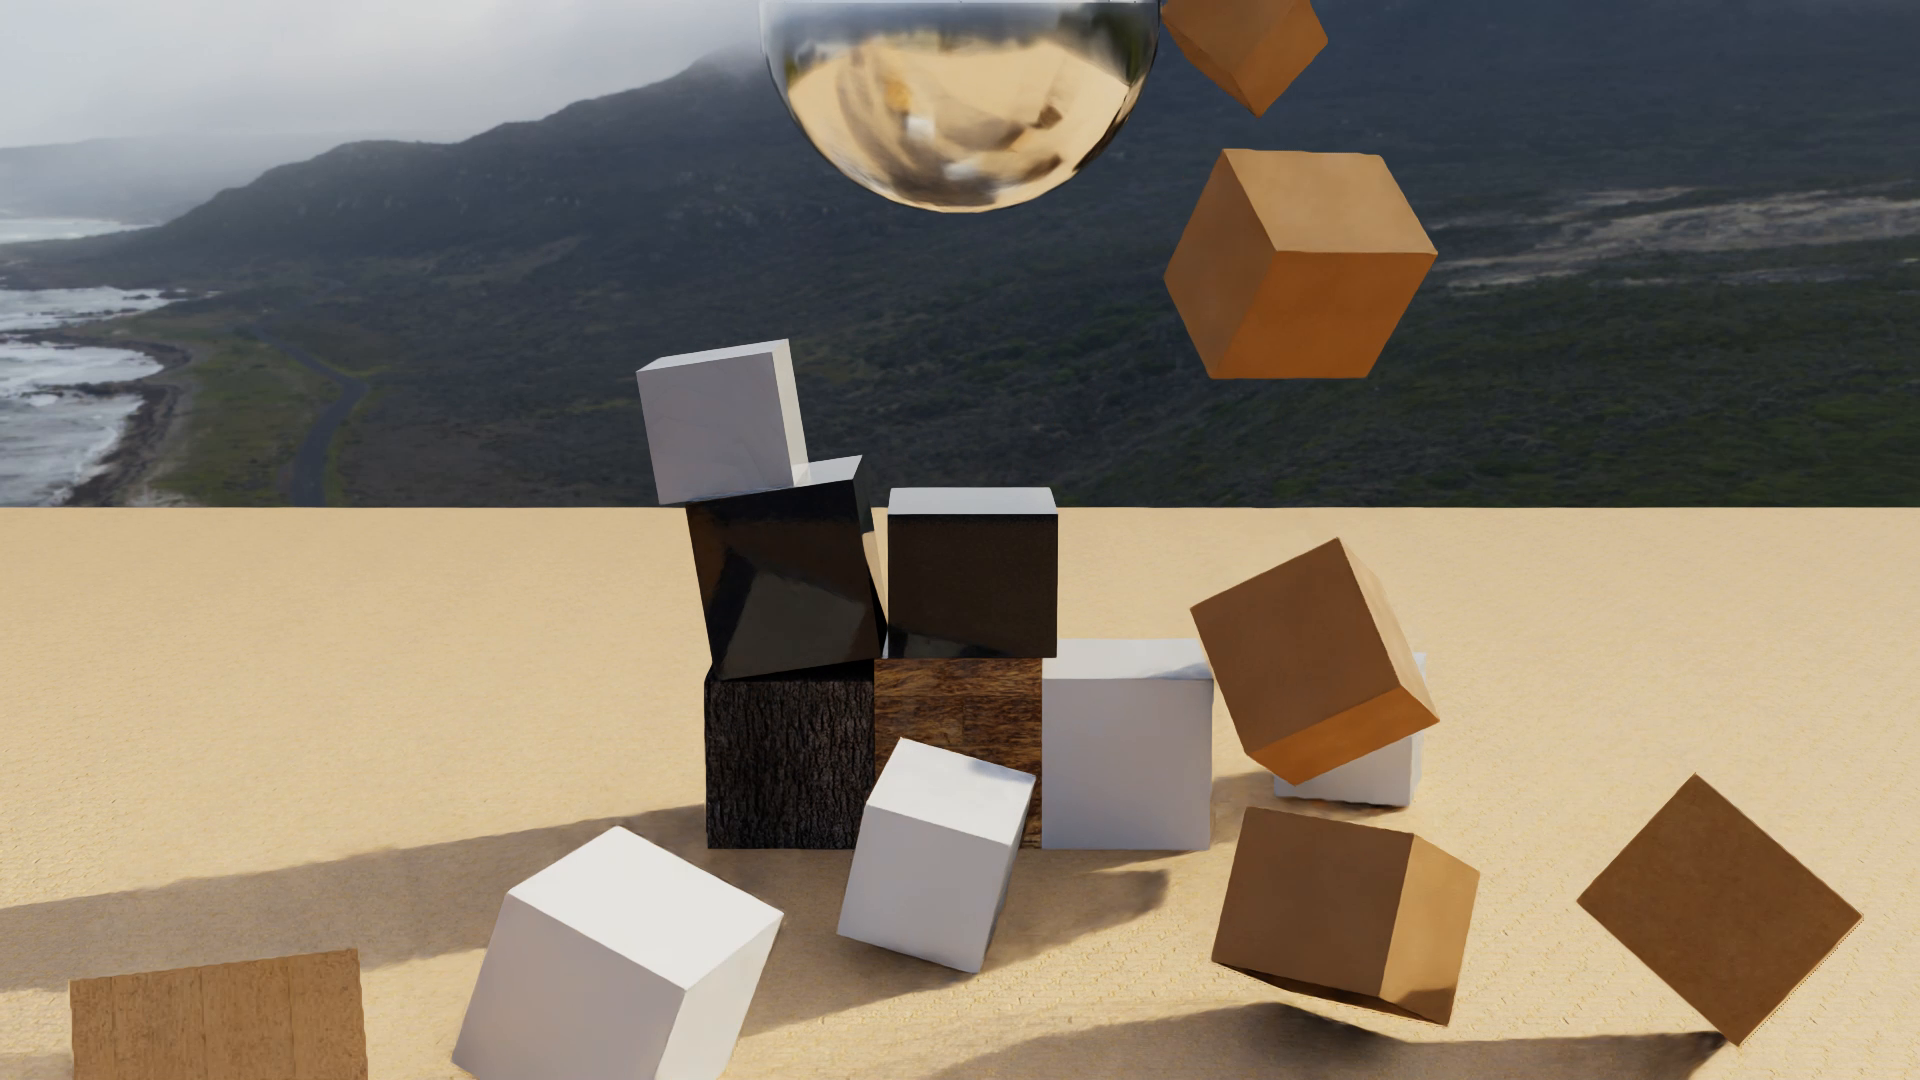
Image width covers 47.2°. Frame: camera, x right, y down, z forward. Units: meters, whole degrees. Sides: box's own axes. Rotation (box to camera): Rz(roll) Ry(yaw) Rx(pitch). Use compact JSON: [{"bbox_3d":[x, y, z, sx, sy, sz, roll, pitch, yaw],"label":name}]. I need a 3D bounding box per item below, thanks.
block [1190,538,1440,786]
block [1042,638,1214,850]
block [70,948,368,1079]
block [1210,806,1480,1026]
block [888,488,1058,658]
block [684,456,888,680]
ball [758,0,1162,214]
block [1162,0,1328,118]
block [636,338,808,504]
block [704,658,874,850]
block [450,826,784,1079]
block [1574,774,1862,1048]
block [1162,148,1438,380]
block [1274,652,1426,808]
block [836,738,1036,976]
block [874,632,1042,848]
[{"bbox_3d":[1.739,0.610,10.750,0.801,0.800,0.776,-27,-26,16],"label":"block"},{"bbox_3d":[0.837,1.041,11.382,0.844,0.880,0.883,0,10,1],"label":"block"},{"bbox_3d":[-2.331,1.728,6.910,0.824,0.677,0.855,-3,-16,-22],"label":"block"},{"bbox_3d":[1.534,1.490,8.717,0.728,0.627,0.669,5,-16,37],"label":"block"},{"bbox_3d":[0.059,0.155,11.211,0.835,0.723,0.826,0,10,0],"label":"block"},{"bbox_3d":[-0.860,0.126,11.203,0.831,0.900,0.830,-8,10,2],"label":"block"},{"bbox_3d":[0.000,-2.102,8.738,1.600,1.600,1.600,0,10,0],"label":"ball"},{"bbox_3d":[1.393,-2.512,10.783,0.521,0.507,0.555,45,6,23],"label":"block"},{"bbox_3d":[-1.182,-0.605,11.075,0.673,0.664,0.686,-8,10,4],"label":"block"},{"bbox_3d":[-0.849,1.051,11.366,0.838,0.865,0.846,0,10,0],"label":"block"},{"bbox_3d":[-1.237,1.625,8.020,0.738,0.713,0.802,25,17,14],"label":"block"},{"bbox_3d":[2.936,1.414,8.512,0.765,0.657,0.791,43,9,20],"label":"block"},{"bbox_3d":[1.602,-1.306,10.487,0.864,0.824,0.694,-2,51,-23],"label":"block"},{"bbox_3d":[2.141,1.003,12.036,0.724,0.702,0.676,3,9,17],"label":"block"},{"bbox_3d":[-0.094,1.369,9.608,0.633,0.642,0.697,15,21,6],"label":"block"},{"bbox_3d":[-0.008,0.995,11.351,0.832,0.981,0.814,0,10,0],"label":"block"}]
